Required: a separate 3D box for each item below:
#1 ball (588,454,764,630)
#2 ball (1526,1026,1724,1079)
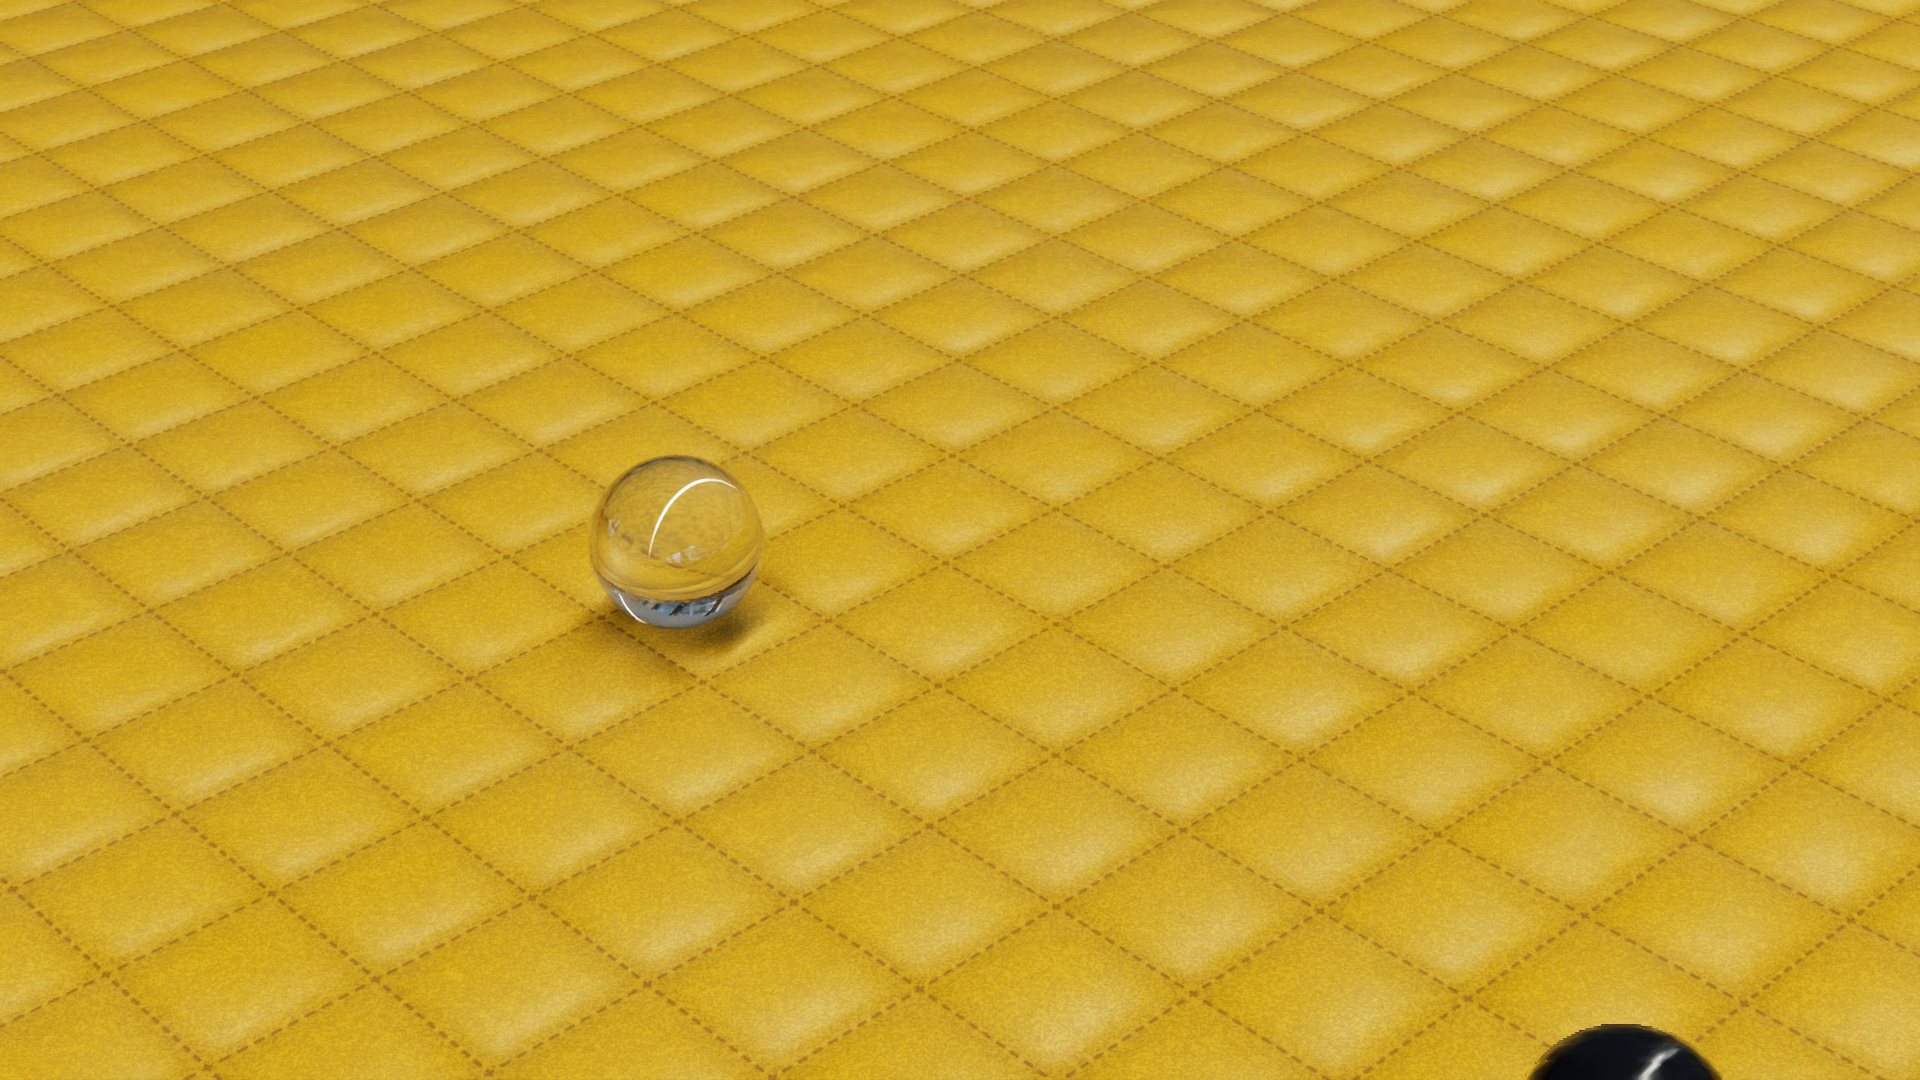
[{"bbox_3d":[-0.154,0.001,1.595,0.095,0.095,0.095,0,31,0],"label":"ball"},{"bbox_3d":[0.270,0.244,1.189,0.094,0.094,0.094,0,31,0],"label":"ball"}]
